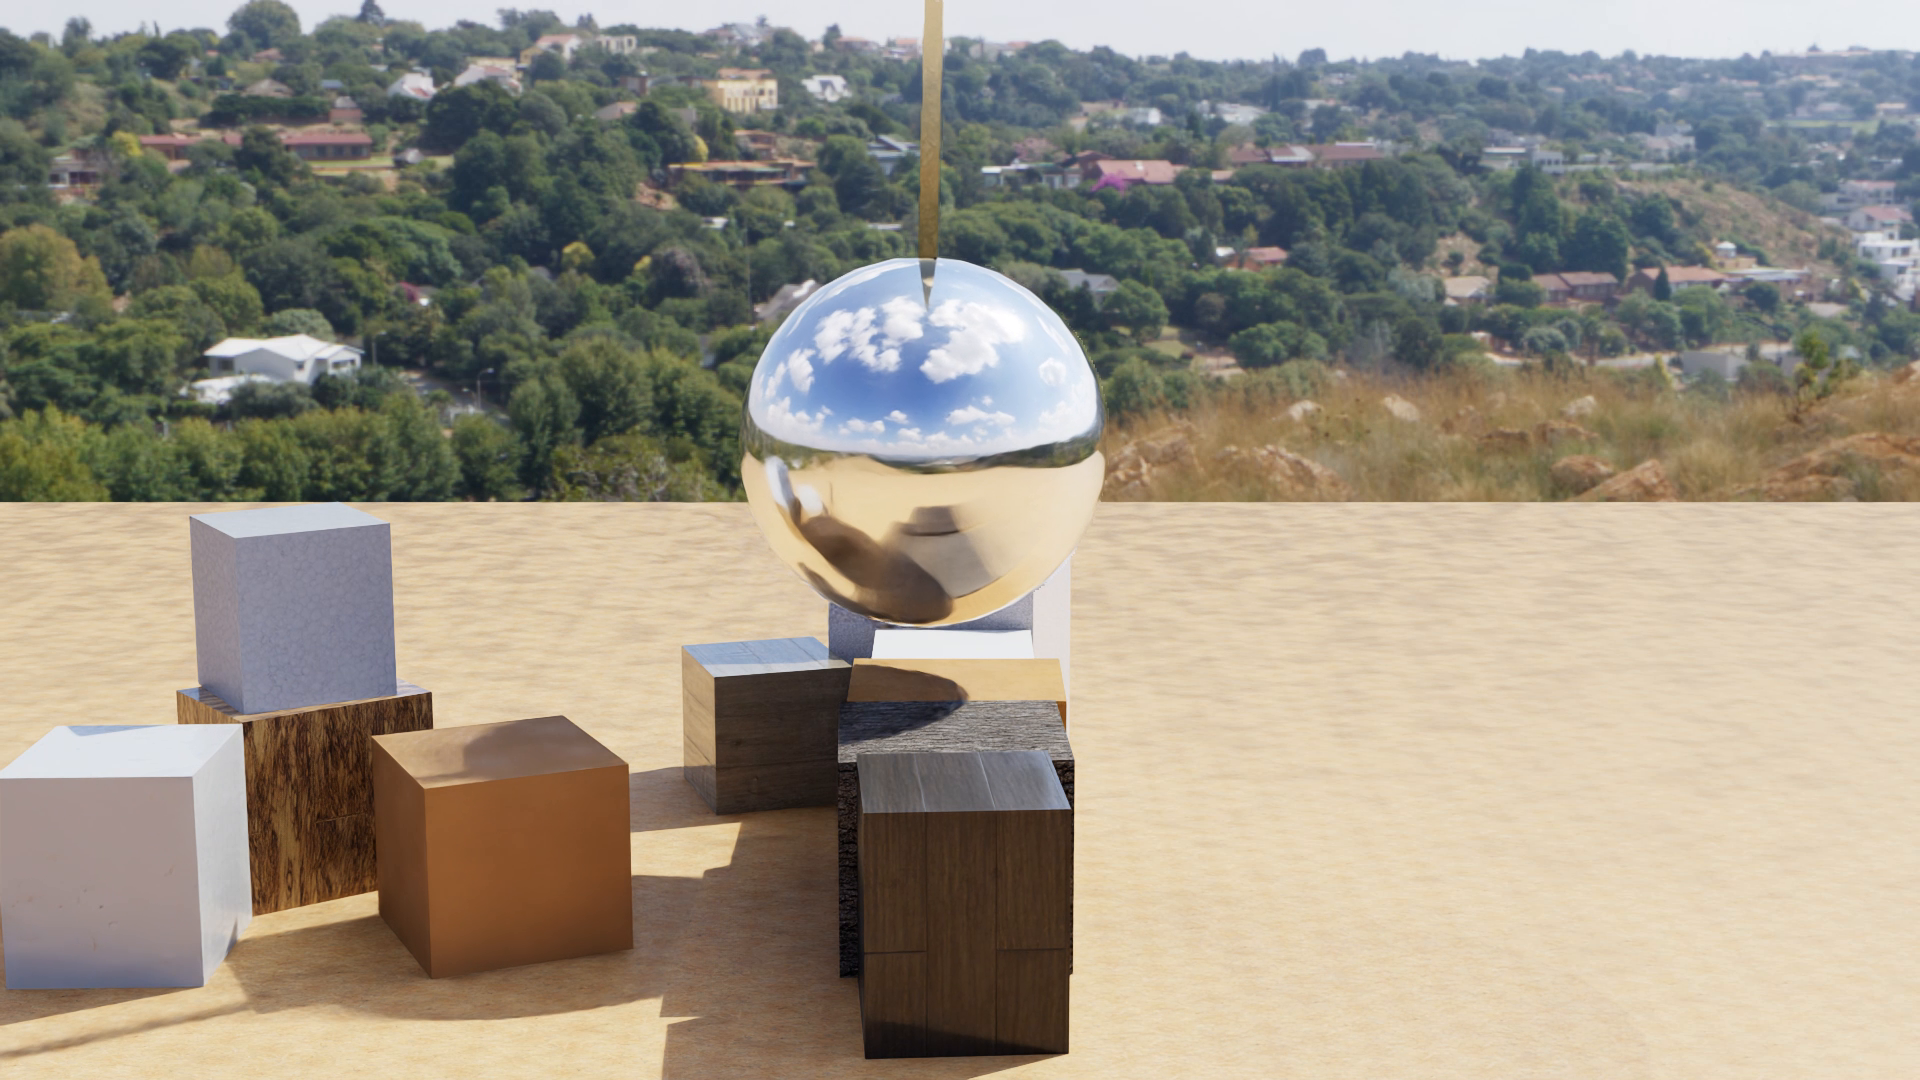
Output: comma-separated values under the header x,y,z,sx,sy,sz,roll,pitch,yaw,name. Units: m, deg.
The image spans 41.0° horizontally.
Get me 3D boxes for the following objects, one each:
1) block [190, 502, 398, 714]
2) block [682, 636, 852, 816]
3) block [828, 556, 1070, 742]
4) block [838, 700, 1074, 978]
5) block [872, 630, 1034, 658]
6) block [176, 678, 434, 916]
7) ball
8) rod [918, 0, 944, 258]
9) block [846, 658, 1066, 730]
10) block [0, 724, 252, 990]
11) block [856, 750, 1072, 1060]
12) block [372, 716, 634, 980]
x,y,z,sx,sy,sz,roll,pitch,yaw,name
-2.907,0.282,11.178,0.671,0.756,0.664,-6,12,-32,block
-0.958,0.905,12.685,0.682,0.681,0.721,-3,11,-18,block
-0.039,0.635,13.153,1.042,1.045,0.945,2,11,13,block
-0.033,1.202,10.511,0.921,0.875,0.973,0,10,-2,block
-0.033,0.915,12.208,0.753,0.831,0.751,0,10,0,block
-2.867,1.076,11.286,0.867,0.845,0.718,-8,13,-37,block
-0.159,-0.422,11.104,1.600,1.600,1.600,0,10,0,ball
-0.069,-3.766,10.496,0.080,5.200,0.080,1,10,0,rod
-0.015,1.041,11.411,0.937,0.868,0.811,0,10,0,block
-3.339,1.254,10.300,0.760,0.847,0.806,0,10,-2,block
-0.002,1.345,9.596,0.740,0.921,0.802,-1,10,-4,block
-1.894,1.241,10.575,0.828,0.775,0.889,-5,11,-25,block
